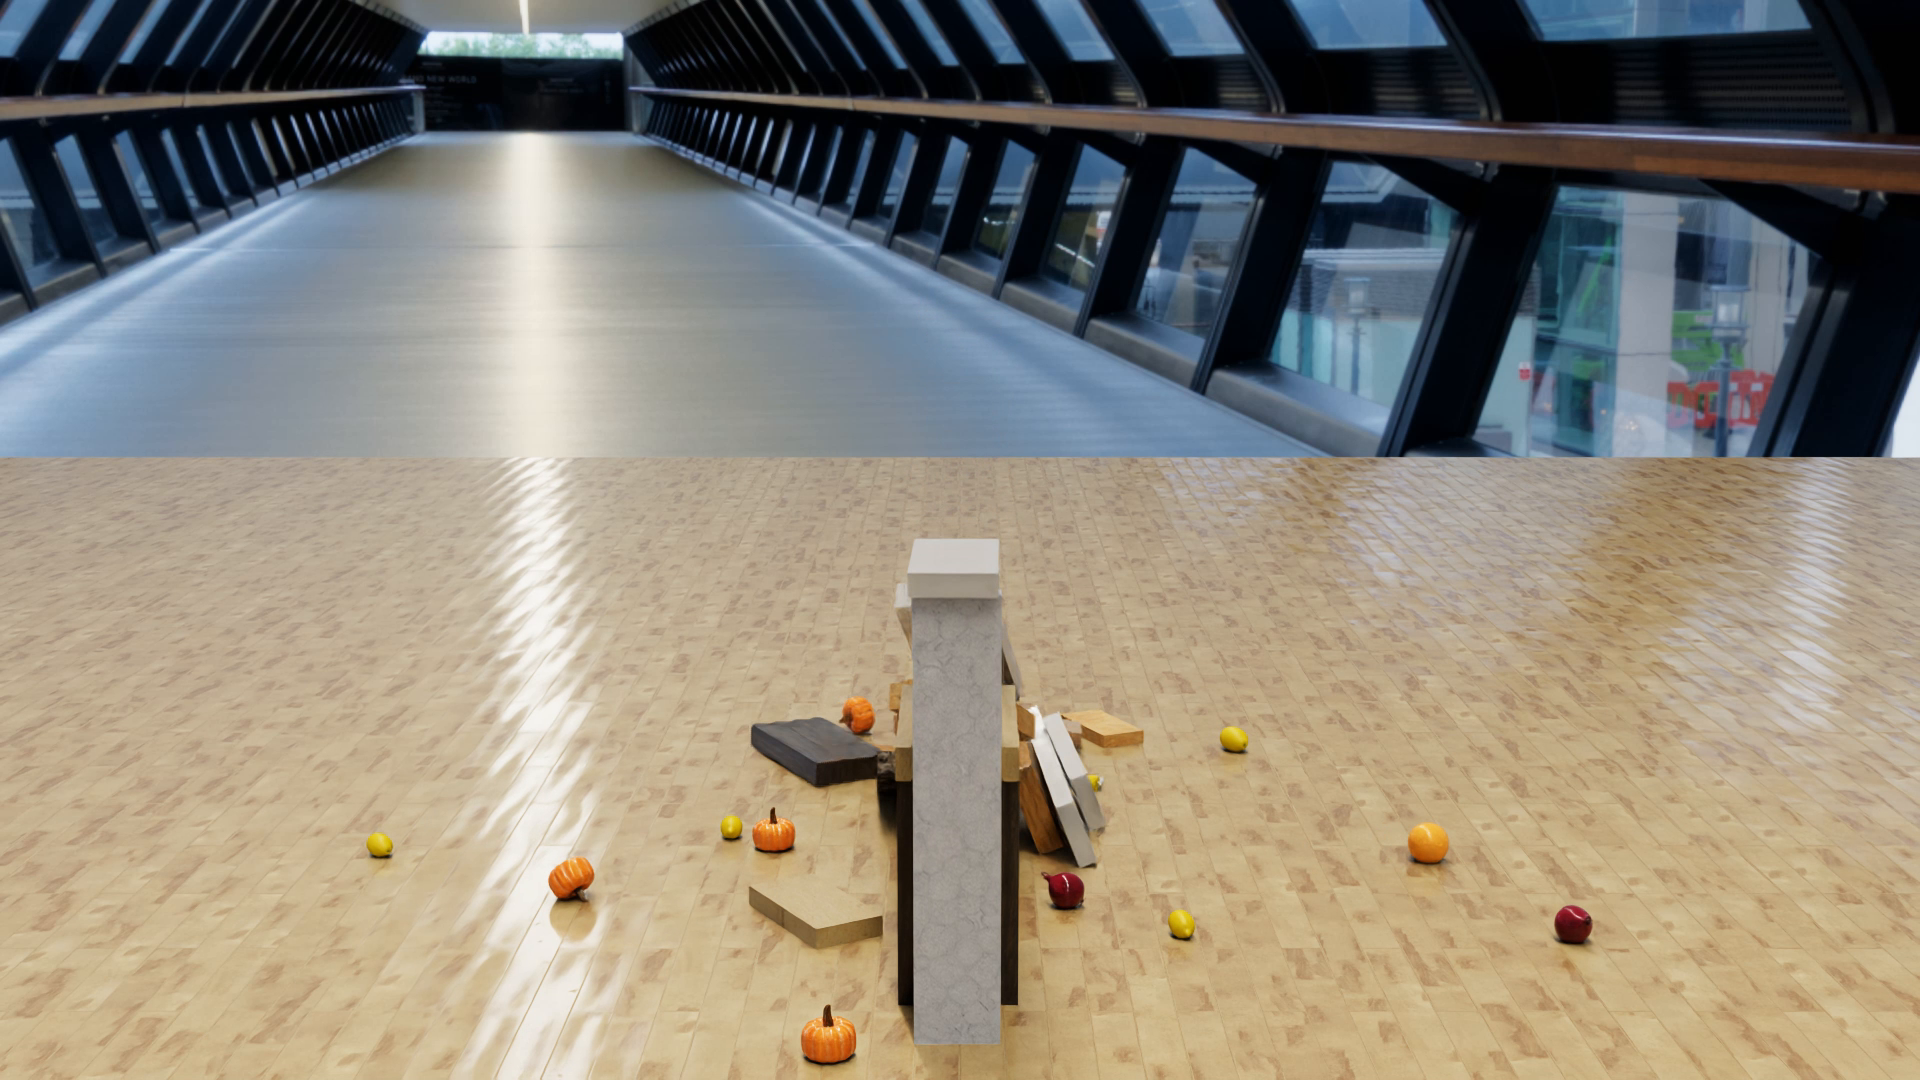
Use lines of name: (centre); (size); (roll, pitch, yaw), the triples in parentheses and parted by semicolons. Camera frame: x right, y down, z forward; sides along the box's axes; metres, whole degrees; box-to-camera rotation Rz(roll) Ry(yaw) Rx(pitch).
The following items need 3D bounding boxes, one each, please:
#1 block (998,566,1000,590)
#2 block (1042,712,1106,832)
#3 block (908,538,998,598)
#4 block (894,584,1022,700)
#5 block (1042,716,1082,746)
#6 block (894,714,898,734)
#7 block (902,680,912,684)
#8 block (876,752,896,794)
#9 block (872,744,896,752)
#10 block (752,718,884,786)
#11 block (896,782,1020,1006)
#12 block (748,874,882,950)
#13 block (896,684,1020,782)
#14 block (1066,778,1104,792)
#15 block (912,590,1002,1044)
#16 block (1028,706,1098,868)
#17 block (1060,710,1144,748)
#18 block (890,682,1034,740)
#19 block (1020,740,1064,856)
block: (-0.005, 0.159, 3.142); (0.121, 0.241, 0.034); (0, 10, 0)
block: (0.211, 0.427, 4.074); (0.034, 0.118, 0.237); (-22, 26, -1)
block: (-0.007, 0.038, 3.041); (0.121, 0.034, 0.241); (0, 11, 1)
block: (0.000, 0.166, 3.512); (0.149, 0.042, 0.298); (-1, -33, 12)
block: (0.155, 0.387, 4.536); (0.189, 0.027, 0.095); (8, 10, -1)
block: (-0.051, 0.352, 4.619); (0.141, 0.040, 0.283); (1, 11, 5)
block: (-0.001, 0.290, 3.793); (0.149, 0.042, 0.298); (-2, -15, 8)
block: (-0.083, 0.434, 4.095); (0.141, 0.040, 0.283); (0, -14, -2)
block: (-0.155, 0.432, 4.485); (0.092, 0.013, 0.046); (4, 11, 22)
block: (-0.284, 0.423, 4.431); (0.159, 0.045, 0.318); (-4, 11, -28)
block: (-0.003, 0.501, 3.189); (0.175, 0.349, 0.049); (0, 11, 0)
block: (-0.234, 0.596, 3.544); (0.118, 0.034, 0.237); (-6, 12, -31)
block: (-0.003, 0.283, 3.266); (0.175, 0.049, 0.349); (0, 11, 0)
block: (0.231, 0.472, 4.268); (0.092, 0.013, 0.046); (2, 11, 10)
block: (-0.004, 0.385, 3.021); (0.121, 0.640, 0.034); (0, 11, 0)
block: (0.179, 0.446, 4.051); (0.034, 0.118, 0.556); (-22, 14, 0)
block: (0.297, 0.397, 4.635); (0.095, 0.027, 0.189); (-5, 12, -26)
block: (0.007, 0.284, 3.607); (0.149, 0.042, 0.298); (-5, -17, 18)
block: (0.129, 0.445, 4.002); (0.045, 0.159, 0.318); (-21, 10, 3)
